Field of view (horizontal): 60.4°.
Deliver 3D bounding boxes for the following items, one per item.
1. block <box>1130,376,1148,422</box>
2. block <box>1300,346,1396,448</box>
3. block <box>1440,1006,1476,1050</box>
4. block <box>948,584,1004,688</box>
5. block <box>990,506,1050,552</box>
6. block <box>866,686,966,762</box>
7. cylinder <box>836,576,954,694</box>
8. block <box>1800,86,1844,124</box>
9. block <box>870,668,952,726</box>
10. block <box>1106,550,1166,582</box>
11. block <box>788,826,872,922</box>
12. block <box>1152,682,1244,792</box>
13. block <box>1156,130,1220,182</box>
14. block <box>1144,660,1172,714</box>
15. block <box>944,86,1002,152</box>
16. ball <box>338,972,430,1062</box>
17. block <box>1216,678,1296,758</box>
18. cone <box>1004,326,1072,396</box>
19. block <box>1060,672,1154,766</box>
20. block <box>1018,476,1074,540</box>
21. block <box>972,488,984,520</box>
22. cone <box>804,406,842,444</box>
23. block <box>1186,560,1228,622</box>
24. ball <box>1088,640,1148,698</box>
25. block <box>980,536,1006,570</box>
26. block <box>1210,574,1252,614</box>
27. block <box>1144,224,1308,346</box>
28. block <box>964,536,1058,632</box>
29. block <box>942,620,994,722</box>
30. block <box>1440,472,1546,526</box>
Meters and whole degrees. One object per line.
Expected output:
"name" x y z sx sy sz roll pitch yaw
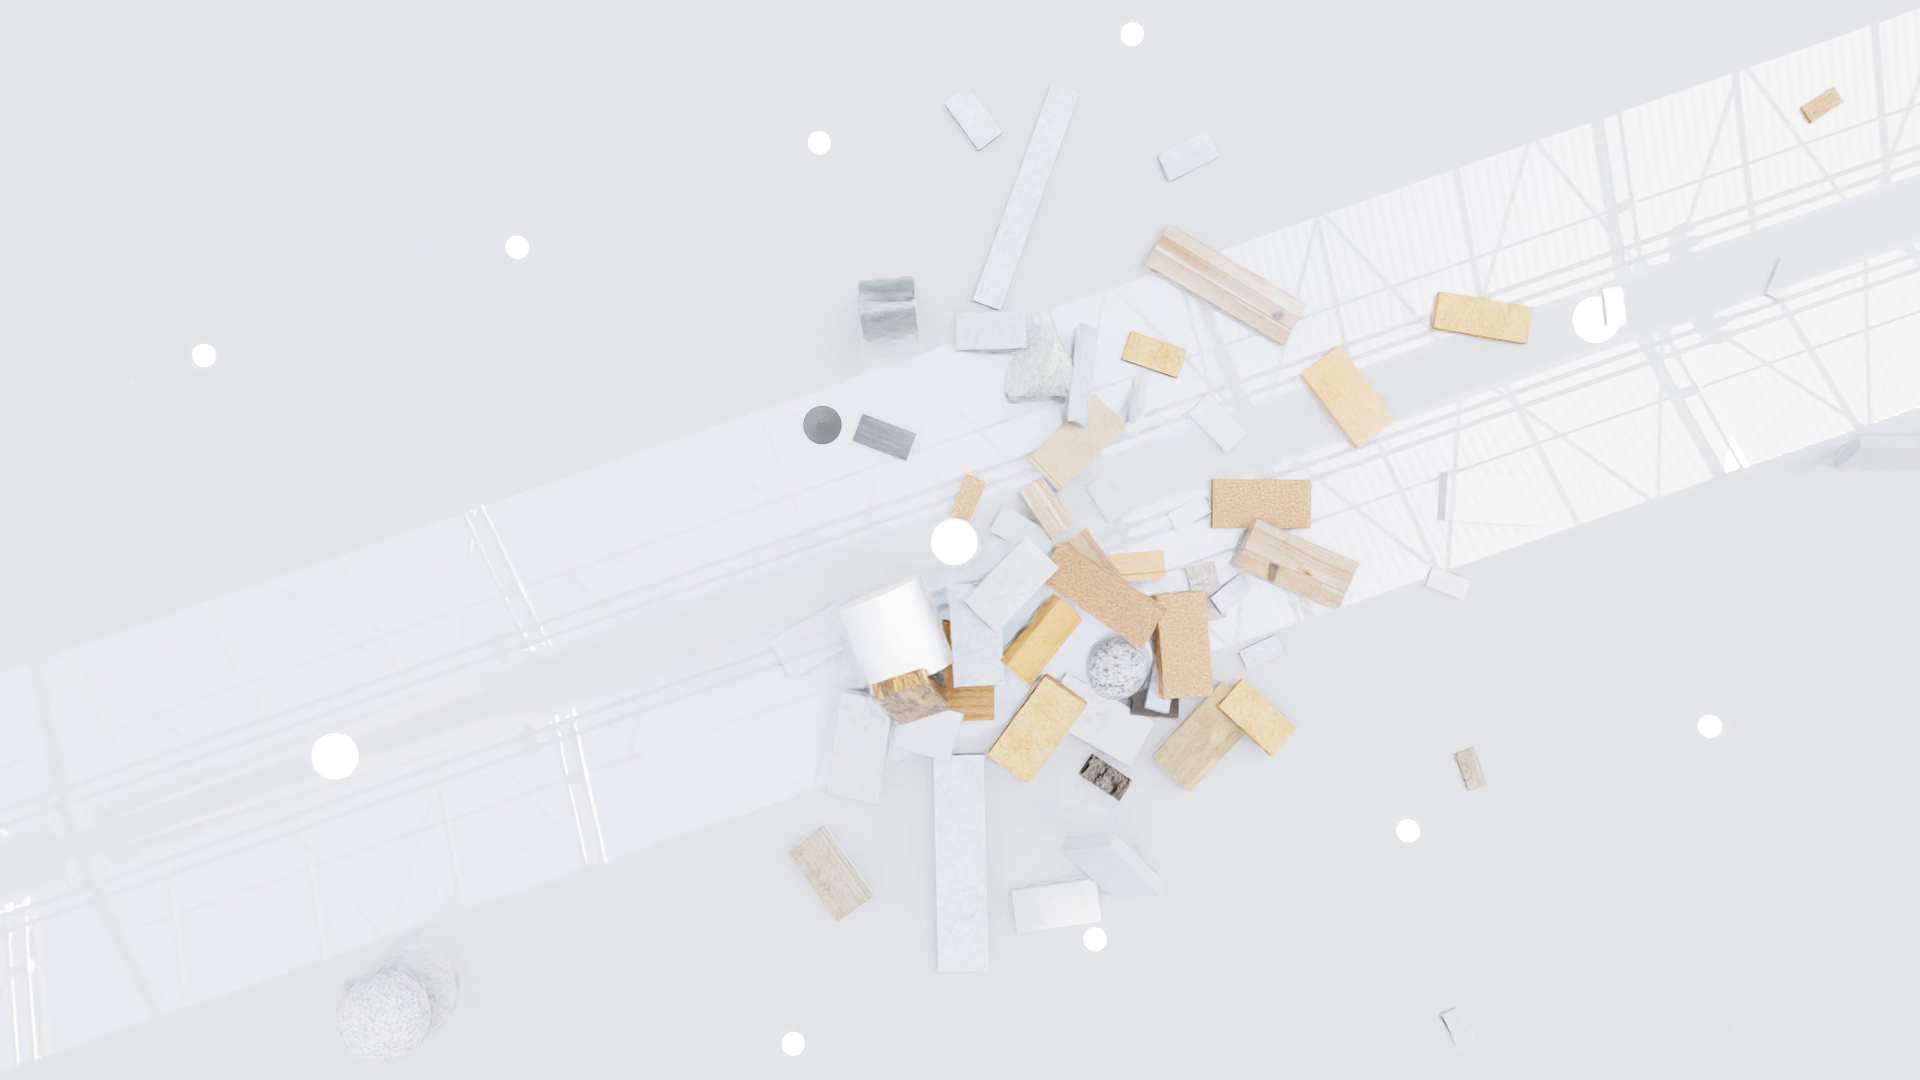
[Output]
"block" 0.589 -0.467 5.439 0.020 0.071 0.142 15 114 21
"block" 1.287 -0.474 5.478 0.155 0.044 0.310 -37 90 0
"block" 1.660 1.624 5.491 0.066 0.019 0.131 -26 90 0
"block" 0.055 0.311 5.427 0.167 0.047 0.334 -3 87 0
"block" 0.204 -0.025 5.486 0.193 0.027 0.096 31 90 0
"block" -0.167 0.603 5.446 0.334 0.047 0.167 17 91 10
"cylinder" -0.209 0.308 5.344 0.294 0.294 0.294 -22 94 0
"block" 2.869 -1.449 5.491 0.125 0.018 0.063 -33 90 0
"block" -0.151 0.500 5.246 0.175 0.350 0.050 -19 68 5
"block" 0.584 0.089 5.486 0.193 0.027 0.096 -5 90 0
"block" -0.429 1.108 5.480 0.141 0.040 0.282 -35 90 0
"block" 0.815 0.652 5.476 0.171 0.048 0.341 43 90 0
"block" 0.758 -1.275 5.487 0.184 0.026 0.092 -27 90 0
"block" 0.663 0.487 5.458 0.081 0.023 0.161 16 71 -9
"block" 0.044 -1.402 5.486 0.098 0.028 0.196 -36 90 0
"ball" -1.868 1.548 5.357 0.285 0.285 0.285 0 90 0
"block" 0.976 0.586 5.432 0.245 0.035 0.122 43 82 -1
"cone" 0.328 -0.533 5.442 0.261 0.261 0.261 26 90 -27
"block" 0.458 0.595 5.476 0.334 0.047 0.167 29 90 0
"block" 0.288 -0.103 5.470 0.095 0.027 0.191 -34 87 -15
"block" 0.040 -0.127 5.492 0.054 0.015 0.109 14 90 0
"cone" -0.459 -0.383 5.435 0.130 0.130 0.130 0 90 0
"block" 0.819 0.173 5.486 0.096 0.027 0.193 -13 90 0
"ball" 0.516 0.423 5.404 0.193 0.193 0.193 0 90 0
"block" 0.110 0.043 5.492 0.054 0.015 0.109 23 90 0
"block" 0.897 0.178 5.470 0.136 0.019 0.068 -38 96 -14
"block" 0.882 -0.847 5.478 0.529 0.044 0.155 30 90 0
"block" 0.166 0.146 5.392 0.148 0.042 0.295 44 84 -2
"block" 0.028 0.432 5.476 0.167 0.047 0.334 -1 90 0
"block" 1.771 -0.137 5.477 0.325 0.046 0.162 4 90 0
